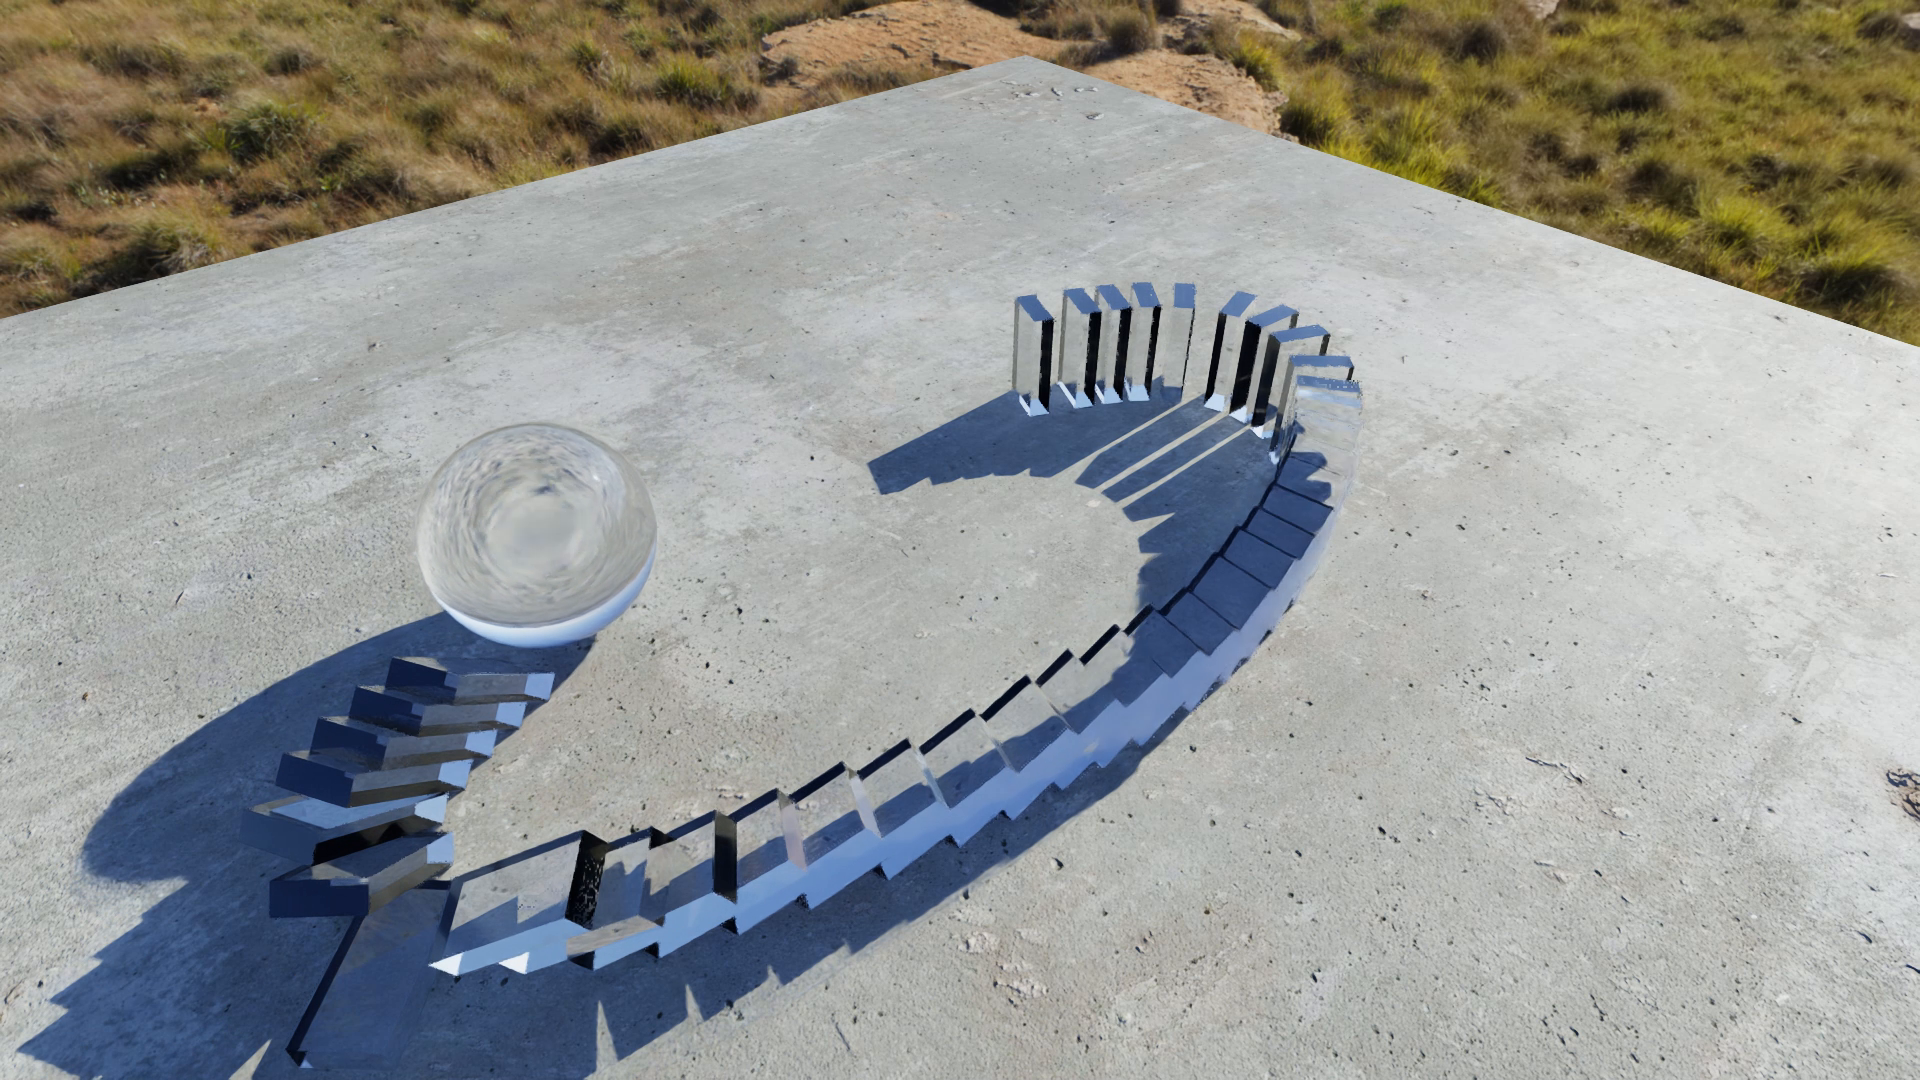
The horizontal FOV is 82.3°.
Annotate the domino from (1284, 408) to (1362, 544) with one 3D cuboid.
[{"bbox_3d":[0.142,-0.025,0.442,0.025,0.050,0.010,18,19,20],"label":"domino"}]

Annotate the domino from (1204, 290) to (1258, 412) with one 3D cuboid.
[{"bbox_3d":[0.128,-0.089,0.520,0.010,0.050,0.025,20,44,23],"label":"domino"}]

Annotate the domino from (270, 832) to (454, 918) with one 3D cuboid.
[{"bbox_3d":[-0.165,0.092,0.307,0.025,0.010,0.050,-1,-1,-2],"label":"domino"}]

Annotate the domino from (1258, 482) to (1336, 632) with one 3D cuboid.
[{"bbox_3d":[0.117,0.006,0.411,0.025,0.010,0.050,29,91,30],"label":"domino"}]

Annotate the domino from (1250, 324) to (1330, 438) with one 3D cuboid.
[{"bbox_3d":[0.149,-0.071,0.499,0.025,0.050,0.009,-12,41,-14],"label":"domino"}]

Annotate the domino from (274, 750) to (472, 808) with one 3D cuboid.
[{"bbox_3d":[-0.176,0.070,0.333,0.025,0.009,0.050,12,-3,14],"label":"domino"}]

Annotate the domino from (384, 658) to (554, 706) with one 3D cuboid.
[{"bbox_3d":[-0.160,0.046,0.362,0.025,0.009,0.050,12,-3,14],"label":"domino"}]

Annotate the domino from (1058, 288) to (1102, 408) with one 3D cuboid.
[{"bbox_3d":[0.056,-0.091,0.522,0.010,0.050,0.025,-10,40,-12],"label":"domino"}]

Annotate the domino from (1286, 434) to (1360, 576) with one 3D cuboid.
[{"bbox_3d":[0.135,-0.014,0.431,0.025,0.050,0.009,23,11,26],"label":"domino"}]

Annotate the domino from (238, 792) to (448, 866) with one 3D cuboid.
[{"bbox_3d":[-0.178,0.081,0.322,0.025,0.009,0.050,12,2,14],"label":"domino"}]

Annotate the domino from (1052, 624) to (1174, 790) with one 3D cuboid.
[{"bbox_3d":[0.042,0.054,0.356,0.050,0.010,0.025,-44,50,1],"label":"domino"}]

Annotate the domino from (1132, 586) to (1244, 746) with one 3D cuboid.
[{"bbox_3d":[0.068,0.042,0.371,0.050,0.010,0.025,-46,50,-1],"label":"domino"}]

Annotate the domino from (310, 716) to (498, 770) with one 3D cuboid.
[{"bbox_3d":[-0.171,0.062,0.343,0.025,0.010,0.050,12,-3,14],"label":"domino"}]

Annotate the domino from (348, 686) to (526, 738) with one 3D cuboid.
[{"bbox_3d":[-0.166,0.054,0.352,0.025,0.009,0.050,12,-3,14],"label":"domino"}]

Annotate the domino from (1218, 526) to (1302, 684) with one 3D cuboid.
[{"bbox_3d":[0.096,0.023,0.392,0.025,0.009,0.050,33,90,34],"label":"domino"}]

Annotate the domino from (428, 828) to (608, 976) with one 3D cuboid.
[{"bbox_3d":[-0.121,0.099,0.301,0.050,0.010,0.025,-23,43,20],"label":"domino"}]

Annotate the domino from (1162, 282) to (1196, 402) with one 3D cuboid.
[{"bbox_3d":[0.104,-0.094,0.526,0.010,0.050,0.025,6,40,7],"label":"domino"}]

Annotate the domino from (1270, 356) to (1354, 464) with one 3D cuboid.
[{"bbox_3d":[0.153,-0.056,0.480,0.025,0.050,0.010,1,39,1],"label":"domino"}]

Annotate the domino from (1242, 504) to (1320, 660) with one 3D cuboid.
[{"bbox_3d":[0.106,0.015,0.401,0.025,0.009,0.050,31,90,32],"label":"domino"}]

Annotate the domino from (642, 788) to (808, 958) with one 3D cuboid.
[{"bbox_3d":[-0.068,0.094,0.311,0.050,0.010,0.025,-31,41,7],"label":"domino"}]

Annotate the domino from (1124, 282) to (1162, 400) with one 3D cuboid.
[{"bbox_3d":[0.087,-0.095,0.527,0.009,0.050,0.025,-2,39,-2],"label":"domino"}]

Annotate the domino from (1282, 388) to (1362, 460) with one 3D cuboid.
[{"bbox_3d":[0.147,-0.035,0.454,0.025,0.050,0.010,14,31,17],"label":"domino"}]

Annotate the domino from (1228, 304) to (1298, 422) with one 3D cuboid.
[{"bbox_3d":[0.141,-0.082,0.511,0.025,0.050,0.009,-26,46,-28],"label":"domino"}]

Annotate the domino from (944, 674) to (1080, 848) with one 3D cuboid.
[{"bbox_3d":[0.010,0.068,0.340,0.050,0.010,0.025,-42,47,2],"label":"domino"}]

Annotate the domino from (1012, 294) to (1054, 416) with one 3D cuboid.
[{"bbox_3d":[0.034,-0.087,0.517,0.009,0.050,0.025,-12,41,-14],"label":"domino"}]

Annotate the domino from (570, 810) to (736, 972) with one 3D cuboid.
[{"bbox_3d":[-0.085,0.097,0.304,0.050,0.010,0.025,-28,42,15],"label":"domino"}]

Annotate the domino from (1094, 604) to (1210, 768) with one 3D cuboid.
[{"bbox_3d":[0.055,0.048,0.364,0.050,0.009,0.025,-46,50,-1],"label":"domino"}]

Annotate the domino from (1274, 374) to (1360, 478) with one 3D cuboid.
[{"bbox_3d":[0.150,-0.044,0.464,0.025,0.050,0.009,9,37,11],"label":"domino"}]

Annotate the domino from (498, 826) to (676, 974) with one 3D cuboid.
[{"bbox_3d":[-0.102,0.099,0.301,0.050,0.010,0.025,-24,43,20],"label":"domino"}]

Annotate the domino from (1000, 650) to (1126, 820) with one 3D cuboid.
[{"bbox_3d":[0.025,0.061,0.348,0.050,0.010,0.025,-44,49,1],"label":"domino"}]

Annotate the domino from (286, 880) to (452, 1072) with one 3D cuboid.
[{"bbox_3d":[-0.157,0.117,0.300,0.025,0.010,0.050,1,39,2],"label":"domino"}]

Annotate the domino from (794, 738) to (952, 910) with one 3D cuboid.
[{"bbox_3d":[-0.030,0.083,0.324,0.050,0.009,0.025,-35,44,2],"label":"domino"}]

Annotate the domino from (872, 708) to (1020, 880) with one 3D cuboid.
[{"bbox_3d":[-0.009,0.076,0.332,0.050,0.009,0.025,-38,45,2],"label":"domino"}]

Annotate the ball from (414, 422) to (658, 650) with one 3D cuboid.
[{"bbox_3d":[-0.149,-0.001,0.390,0.080,0.080,0.080,0,39,0],"label":"ball"}]

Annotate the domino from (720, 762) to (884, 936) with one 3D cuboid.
[{"bbox_3d":[-0.049,0.089,0.318,0.050,0.009,0.025,-34,43,3],"label":"domino"}]

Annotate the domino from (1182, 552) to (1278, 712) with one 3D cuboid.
[{"bbox_3d":[0.084,0.032,0.382,0.025,0.010,0.050,37,90,37],"label":"domino"}]

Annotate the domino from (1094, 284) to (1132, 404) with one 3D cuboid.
[{"bbox_3d":[0.071,-0.093,0.525,0.010,0.050,0.025,-8,40,-10],"label":"domino"}]

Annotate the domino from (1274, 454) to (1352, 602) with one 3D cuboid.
[{"bbox_3d":[0.127,-0.005,0.421,0.025,0.050,0.010,26,7,28],"label":"domino"}]
